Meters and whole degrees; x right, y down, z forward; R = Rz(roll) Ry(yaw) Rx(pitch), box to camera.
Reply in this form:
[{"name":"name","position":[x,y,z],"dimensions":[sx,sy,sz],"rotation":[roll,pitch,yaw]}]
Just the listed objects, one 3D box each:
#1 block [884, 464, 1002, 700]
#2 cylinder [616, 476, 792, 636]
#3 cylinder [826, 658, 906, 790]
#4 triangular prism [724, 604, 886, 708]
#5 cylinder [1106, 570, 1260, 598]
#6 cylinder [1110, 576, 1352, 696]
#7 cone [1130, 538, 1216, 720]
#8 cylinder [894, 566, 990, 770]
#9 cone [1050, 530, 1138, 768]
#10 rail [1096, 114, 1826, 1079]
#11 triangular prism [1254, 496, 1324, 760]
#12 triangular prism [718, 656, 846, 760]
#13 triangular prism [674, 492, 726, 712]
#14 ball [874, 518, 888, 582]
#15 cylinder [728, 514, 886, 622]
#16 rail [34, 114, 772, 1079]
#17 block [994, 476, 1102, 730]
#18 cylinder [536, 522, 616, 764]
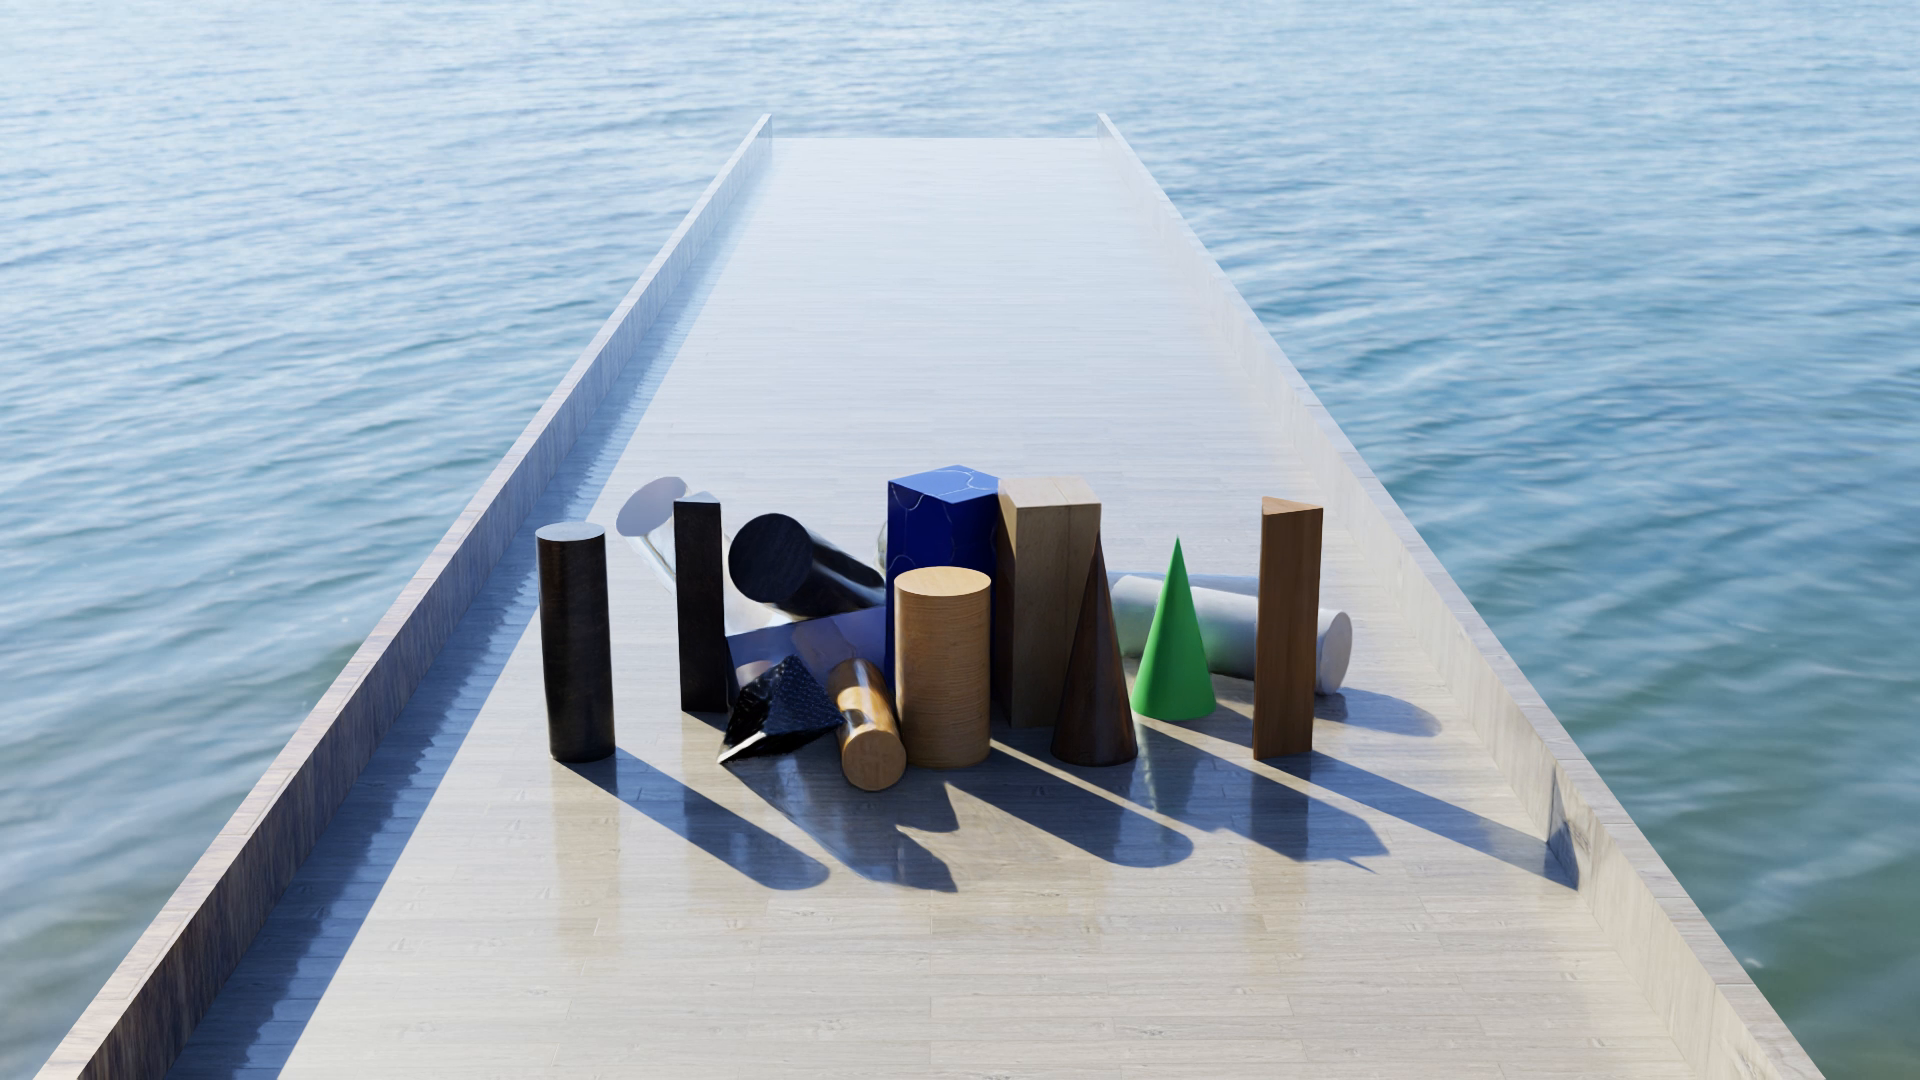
[{"name":"block","position":[-0.015,0.092,4.176],"dimensions":[0.178,0.416,0.178],"rotation":[-15,24,-41]},{"name":"cylinder","position":[-0.496,0.065,4.293],"dimensions":[0.158,0.390,0.158],"rotation":[-22,38,18]},{"name":"cylinder","position":[-0.171,0.324,3.926],"dimensions":[0.110,0.110,0.394],"rotation":[-2,15,-7]},{"name":"triangular prism","position":[-0.278,0.214,4.258],"dimensions":[0.386,0.134,0.154],"rotation":[-10,20,-30]},{"name":"cylinder","position":[0.435,0.128,4.592],"dimensions":[0.427,0.117,0.117],"rotation":[2,17,8]},{"name":"cylinder","position":[0.524,0.185,4.321],"dimensions":[0.458,0.163,0.163],"rotation":[10,19,29]},{"name":"cone","position":[0.404,0.151,4.125],"dimensions":[0.166,0.339,0.166],"rotation":[0,17,0]},{"name":"cylinder","position":[-0.030,0.226,3.902],"dimensions":[0.170,0.322,0.170],"rotation":[0,17,0]},{"name":"cone","position":[0.241,0.177,3.895],"dimensions":[0.159,0.419,0.159],"rotation":[0,17,0]},{"name":"rail","position":[0.932,-0.844,7.801],"dimensions":[0.050,0.150,12.000],"rotation":[0,17,-1]},{"name":"triangular prism","position":[0.559,0.154,3.914],"dimensions":[0.119,0.454,0.103],"rotation":[-7,18,-22]},{"name":"triangular prism","position":[-0.321,0.287,3.783],"dimensions":[0.143,0.124,0.334],"rotation":[-7,-11,-21]},{"name":"triangular prism","position":[-0.477,0.116,4.118],"dimensions":[0.088,0.410,0.076],"rotation":[2,17,7]},{"name":"ball","position":[-0.045,0.037,4.625],"dimensions":[0.273,0.273,0.273],"rotation":[0,17,0]},{"name":"cylinder","position":[-0.290,0.083,4.316],"dimensions":[0.172,0.172,0.440],"rotation":[6,-11,19]},{"name":"rail","position":[-1.118,-0.838,7.780],"dimensions":[0.050,0.150,12.000],"rotation":[0,17,-1]},{"name":"block","position":[0.159,0.114,4.064],"dimensions":[0.156,0.434,0.156],"rotation":[-3,21,-11]},{"name":"cylinder","position":[-0.680,0.182,3.895],"dimensions":[0.121,0.411,0.121],"rotation":[0,17,0]}]
